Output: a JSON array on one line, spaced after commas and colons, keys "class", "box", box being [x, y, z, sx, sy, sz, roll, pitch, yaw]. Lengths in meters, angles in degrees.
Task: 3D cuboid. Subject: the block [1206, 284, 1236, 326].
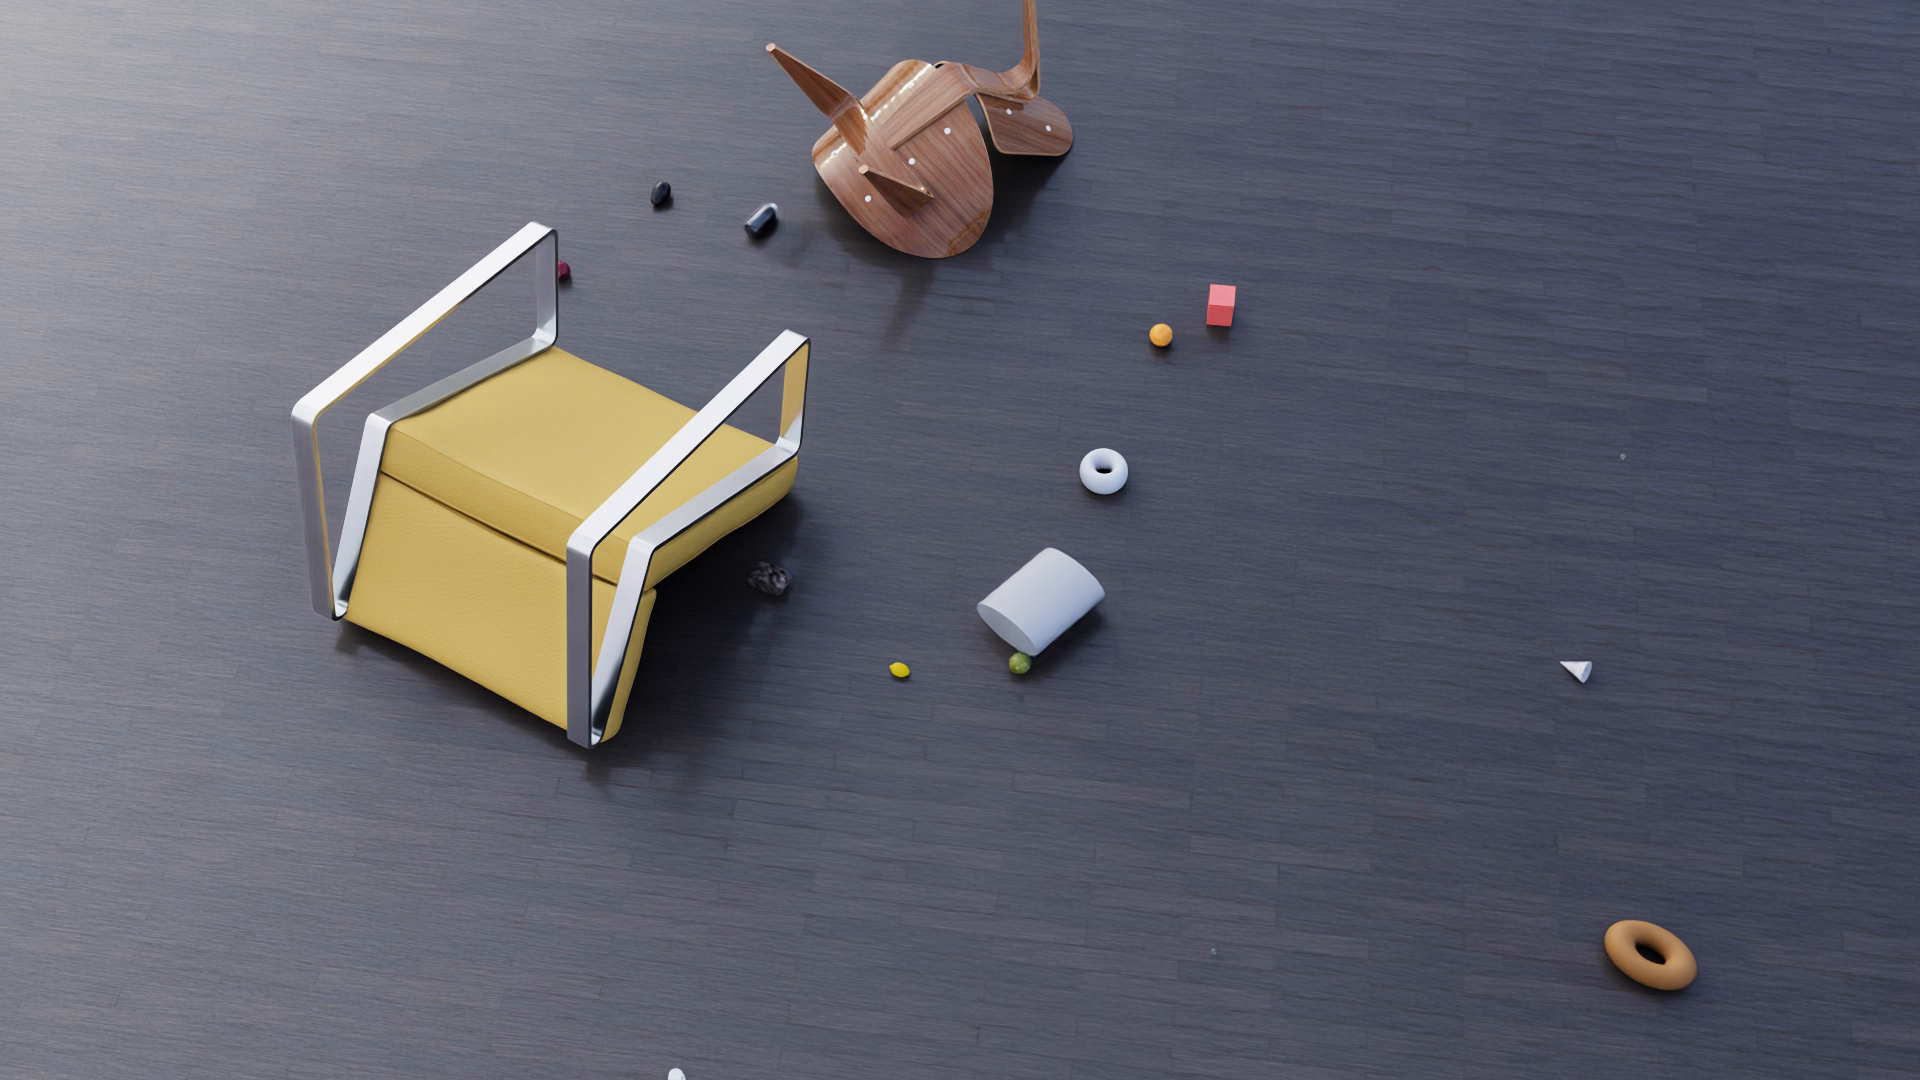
[{"class": "block", "box": [0.832, -0.749, 7.017, 0.078, 0.099, 0.083, 5, 56, 4]}]

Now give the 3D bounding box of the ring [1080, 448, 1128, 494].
[{"class": "ring", "box": [0.436, -0.208, 6.667, 0.148, 0.080, 0.146, 30, 60, 20]}]

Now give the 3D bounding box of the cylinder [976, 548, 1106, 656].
[{"class": "cylinder", "box": [0.235, 0.178, 6.373, 0.279, 0.131, 0.250, -39, 54, -23]}]

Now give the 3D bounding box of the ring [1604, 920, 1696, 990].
[{"class": "ring", "box": [1.818, 1.093, 5.789, 0.249, 0.088, 0.161, 27, 59, 16]}]

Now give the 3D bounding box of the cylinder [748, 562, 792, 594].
[{"class": "cylinder", "box": [-0.560, 0.113, 6.460, 0.116, 0.062, 0.061, 19, 58, 15]}]
